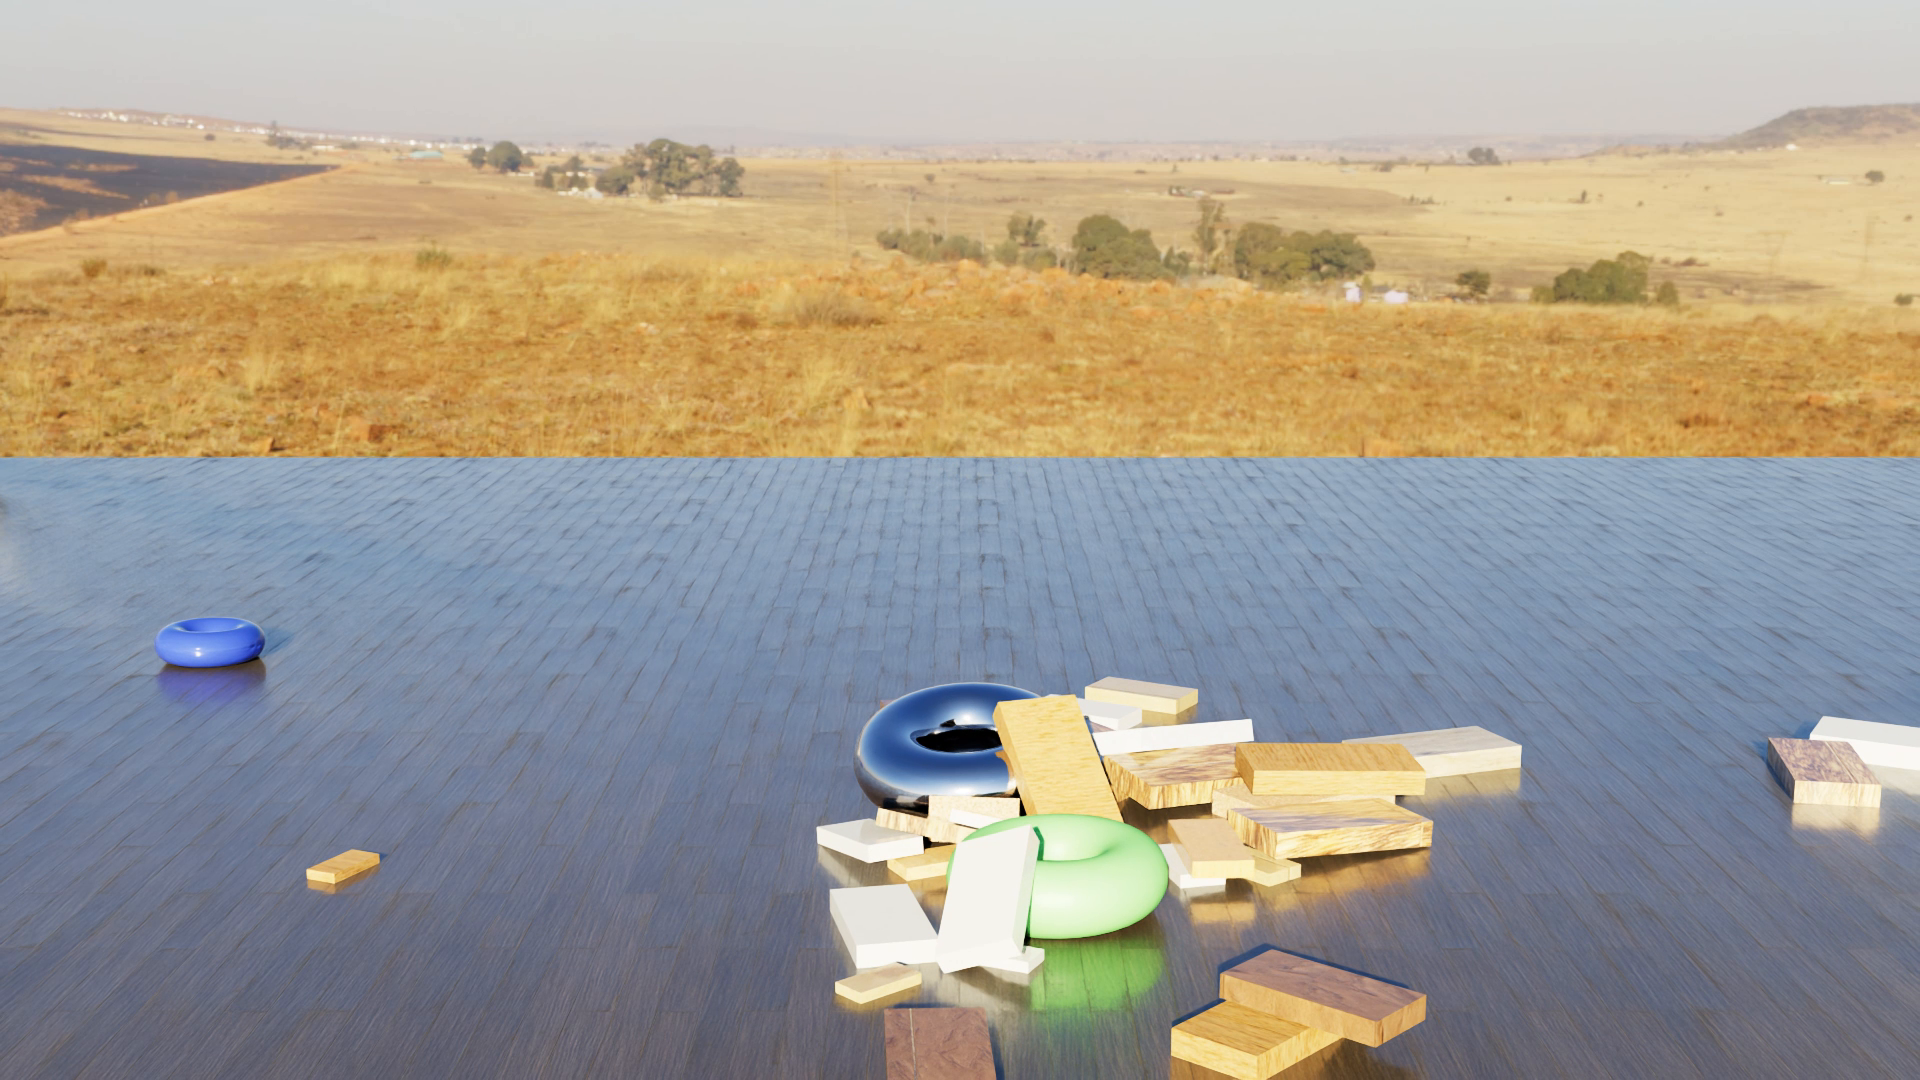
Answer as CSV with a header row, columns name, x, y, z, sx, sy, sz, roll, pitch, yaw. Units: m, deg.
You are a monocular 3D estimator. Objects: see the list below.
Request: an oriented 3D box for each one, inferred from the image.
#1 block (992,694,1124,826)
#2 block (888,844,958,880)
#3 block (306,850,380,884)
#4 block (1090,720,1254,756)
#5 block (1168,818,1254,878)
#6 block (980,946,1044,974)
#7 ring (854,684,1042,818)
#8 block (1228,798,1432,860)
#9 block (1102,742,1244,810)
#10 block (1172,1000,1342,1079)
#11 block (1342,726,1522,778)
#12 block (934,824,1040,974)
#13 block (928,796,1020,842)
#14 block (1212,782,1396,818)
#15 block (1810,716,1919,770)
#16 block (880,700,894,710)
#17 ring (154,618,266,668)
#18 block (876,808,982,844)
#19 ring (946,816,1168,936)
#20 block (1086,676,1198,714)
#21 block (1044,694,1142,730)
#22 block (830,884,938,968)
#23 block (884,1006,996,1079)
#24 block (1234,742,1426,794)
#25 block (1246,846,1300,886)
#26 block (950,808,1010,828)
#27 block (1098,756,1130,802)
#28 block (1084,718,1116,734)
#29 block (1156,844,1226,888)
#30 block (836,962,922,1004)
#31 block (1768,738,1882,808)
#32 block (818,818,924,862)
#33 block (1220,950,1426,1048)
name,x,y,z,sx,sy,sz,roll,pitch,yaw
block,0.178,0.420,3.955,0.153,0.043,0.306,-4,51,-21
block,-0.037,0.555,3.798,0.157,0.022,0.078,-5,12,-26
block,-1.060,0.561,3.781,0.058,0.017,0.117,5,12,24
block,0.412,0.393,4.361,0.153,0.043,0.367,-11,-8,42
block,0.430,0.530,3.786,0.105,0.030,0.229,-1,10,-5
block,0.061,0.636,3.373,0.122,0.017,0.061,5,12,25
ring,0.012,0.402,4.130,0.428,0.143,0.428,-3,23,1
block,0.657,0.511,3.907,0.323,0.046,0.162,-1,9,-24
block,0.446,0.448,4.195,0.316,0.045,0.158,-2,18,-31
block,0.438,0.679,3.080,0.141,0.040,0.283,9,14,41
block,0.945,0.429,4.414,0.316,0.045,0.158,-4,11,-20
block,0.044,0.552,3.397,0.128,0.036,0.256,-17,29,20
block,0.025,0.500,3.927,0.161,0.081,0.023,1,-6,6
block,0.645,0.483,4.122,0.316,0.045,0.158,-7,13,-34
block,1.988,0.427,4.420,0.505,0.046,0.162,6,12,29
block,-0.057,0.409,4.558,0.112,0.032,0.523,-3,11,-14
ring,-1.805,0.246,5.294,0.255,0.085,0.255,1,10,0
block,-0.030,0.506,3.853,0.210,0.030,0.105,9,-4,24
ring,0.158,0.545,3.587,0.363,0.121,0.363,-1,11,0
block,0.404,0.345,4.900,0.223,0.032,0.112,6,12,30
block,0.267,0.375,4.742,0.223,0.032,0.112,6,12,31
block,-0.122,0.608,3.475,0.128,0.036,0.257,-2,11,-12
block,-0.025,0.715,2.887,0.141,0.040,0.416,-1,11,-3
block,0.694,0.430,4.138,0.323,0.046,0.162,1,13,-5
block,0.501,0.557,3.785,0.078,0.022,0.157,-9,14,-39
block,0.072,0.496,3.825,0.161,0.023,0.081,9,-6,27
block,0.259,0.469,4.221,0.131,0.037,0.263,7,13,34
block,0.233,0.407,4.551,0.131,0.037,0.263,-7,13,-33
block,0.389,0.558,3.779,0.081,0.023,0.161,-3,11,-14
block,-0.121,0.657,3.263,0.117,0.017,0.059,-9,14,-41
block,1.684,0.451,4.296,0.153,0.043,0.306,2,11,11
block,-0.159,0.526,3.858,0.105,0.030,0.210,-6,5,-28
block,0.507,0.640,3.083,0.256,0.036,0.128,9,14,42
